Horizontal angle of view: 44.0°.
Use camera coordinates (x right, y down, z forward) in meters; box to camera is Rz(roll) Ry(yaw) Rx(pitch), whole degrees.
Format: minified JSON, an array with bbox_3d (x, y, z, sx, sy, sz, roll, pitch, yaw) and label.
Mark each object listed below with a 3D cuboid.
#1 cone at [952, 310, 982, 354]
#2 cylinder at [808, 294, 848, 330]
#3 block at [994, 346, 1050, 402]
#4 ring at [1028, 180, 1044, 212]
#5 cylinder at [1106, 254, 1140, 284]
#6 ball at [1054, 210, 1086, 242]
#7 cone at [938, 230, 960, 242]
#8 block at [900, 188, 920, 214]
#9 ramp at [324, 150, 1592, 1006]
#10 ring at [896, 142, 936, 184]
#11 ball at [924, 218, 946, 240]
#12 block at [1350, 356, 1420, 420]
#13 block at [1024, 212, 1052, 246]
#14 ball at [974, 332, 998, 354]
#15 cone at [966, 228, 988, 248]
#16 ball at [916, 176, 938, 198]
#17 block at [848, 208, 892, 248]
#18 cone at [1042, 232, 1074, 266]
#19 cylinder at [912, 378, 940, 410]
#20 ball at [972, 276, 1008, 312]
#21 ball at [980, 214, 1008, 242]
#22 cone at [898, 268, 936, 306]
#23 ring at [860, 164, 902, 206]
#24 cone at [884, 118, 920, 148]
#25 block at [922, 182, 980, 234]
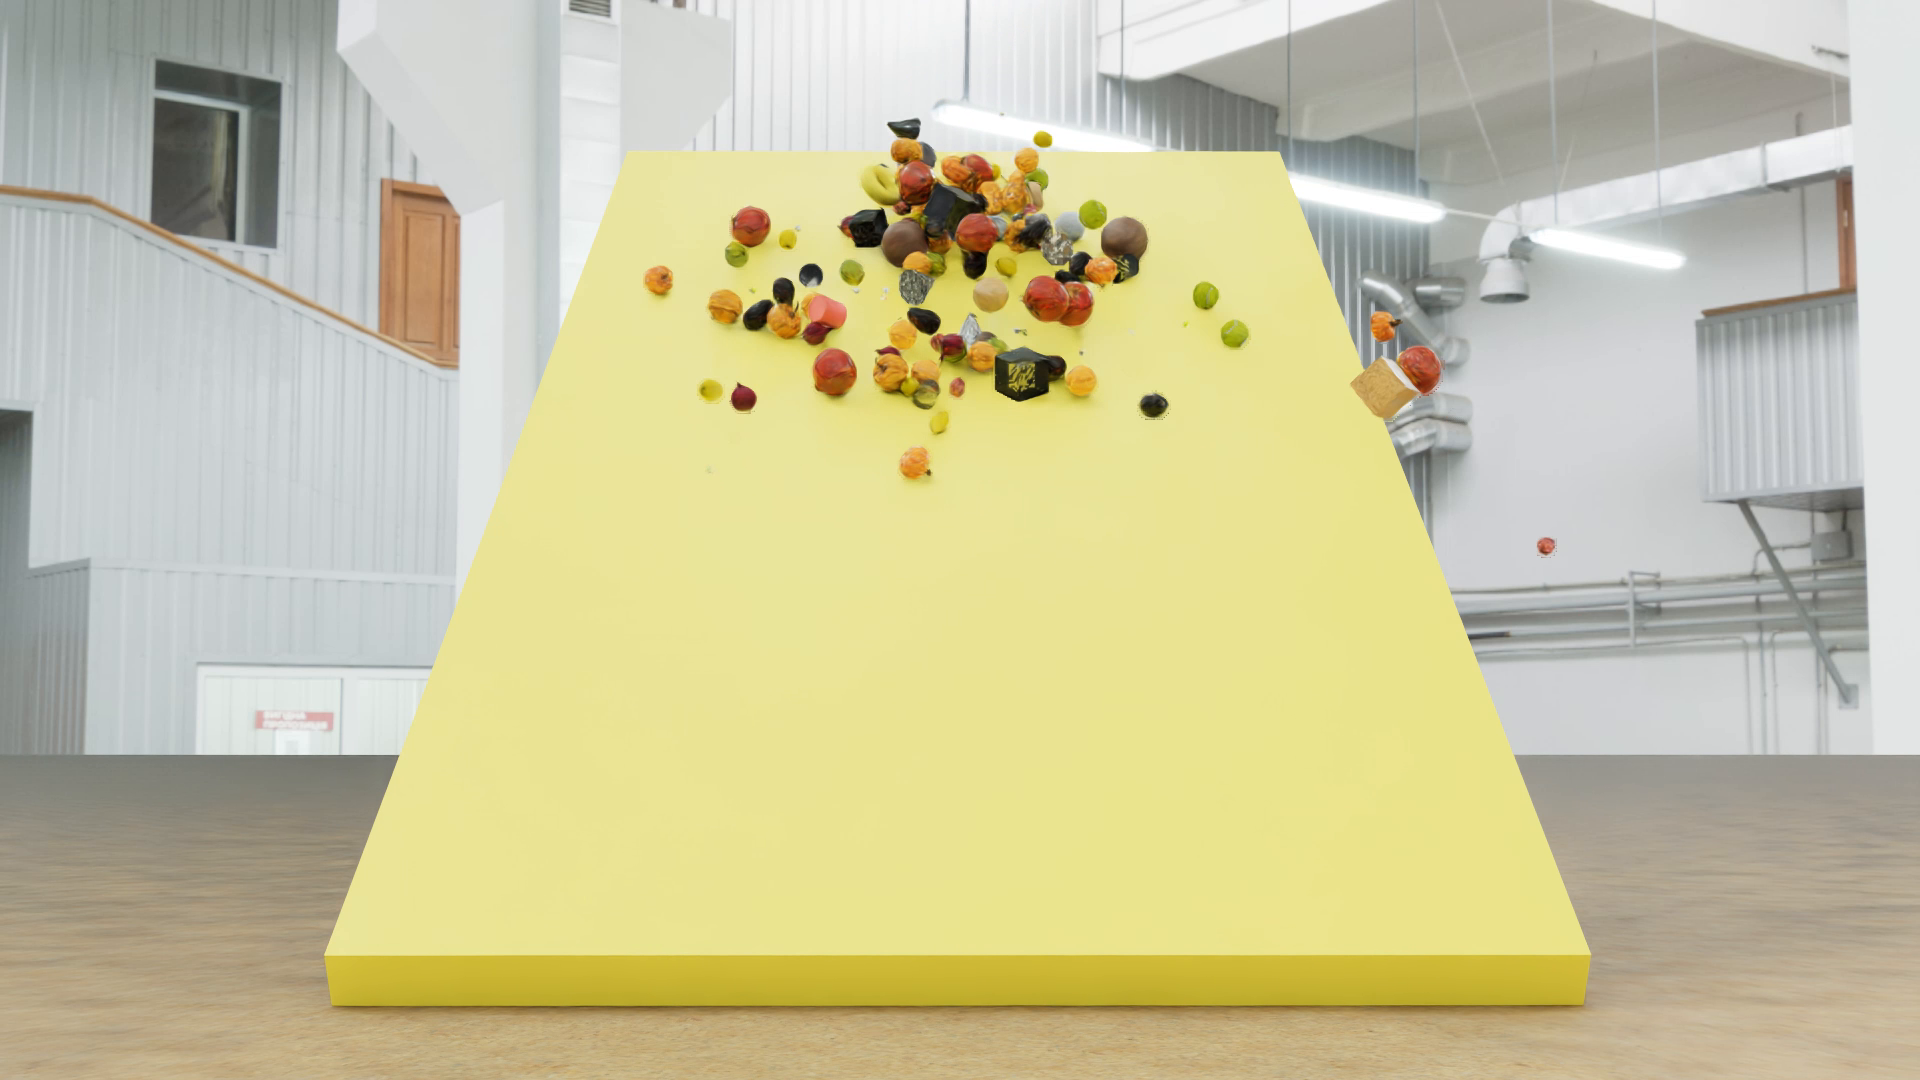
[{"bbox_3d":[0.026,-0.527,5.921,0.096,0.096,0.096,0,28,0],"label":"cone"},{"bbox_3d":[-0.331,-0.569,5.945,0.069,0.069,0.069,-5,-18,44],"label":"cylinder"},{"bbox_3d":[0.147,-0.396,5.675,0.091,0.091,0.091,-20,34,-34],"label":"block"},{"bbox_3d":[0.214,-0.971,6.723,0.030,0.089,0.089,-13,-3,-7],"label":"ring"},{"bbox_3d":[0.433,-0.724,6.334,0.065,0.065,0.065,-5,16,47],"label":"cylinder"},{"bbox_3d":[0.305,-0.867,6.584,0.087,0.087,0.087,0,-5,0],"label":"ball"},{"bbox_3d":[-0.031,-0.868,6.610,0.064,0.064,0.064,0,28,0],"label":"cone"},{"bbox_3d":[-0.143,-0.968,6.798,0.053,0.053,0.053,-4,-43,-9],"label":"block"},{"bbox_3d":[-0.011,-0.225,5.552,2.000,0.100,4.000,0,28,0],"label":"ramp"},{"bbox_3d":[-0.128,-1.094,6.905,0.133,0.133,0.044,-4,-26,36],"label":"ring"},{"bbox_3d":[-0.068,-0.832,6.362,0.056,0.056,0.056,0,-5,0],"label":"ball"},{"bbox_3d":[0.956,-0.342,5.358,0.095,0.095,0.095,-43,-22,20],"label":"block"},{"bbox_3d":[0.205,-0.814,6.240,0.058,0.058,0.058,-10,-43,-12],"label":"block"},{"bbox_3d":[0.065,-0.487,5.882,0.058,0.058,0.058,0,-5,0],"label":"ball"},{"bbox_3d":[0.056,-0.820,6.559,0.057,0.057,0.057,38,2,10],"label":"cone"},{"bbox_3d":[-0.095,-1.028,6.915,0.066,0.066,0.066,0,-5,0],"label":"ball"},{"bbox_3d":[-0.246,-0.850,6.488,0.076,0.076,0.076,-2,33,27],"label":"block"},{"bbox_3d":[0.251,-0.787,6.480,0.091,0.091,0.091,1,-1,-17],"label":"cone"},{"bbox_3d":[-0.079,-0.344,5.613,0.056,0.056,0.056,-1,27,11],"label":"cylinder"},{"bbox_3d":[0.078,-0.623,6.049,0.091,0.091,0.091,0,-5,0],"label":"ball"},{"bbox_3d":[0.093,-0.863,6.586,0.076,0.076,0.076,0,-5,0],"label":"ball"},{"bbox_3d":[-0.093,-0.668,6.192,0.097,0.097,0.097,-4,14,41],"label":"cone"},{"bbox_3d":[-0.218,-0.977,6.549,0.137,0.137,0.046,5,-36,-46],"label":"ring"},{"bbox_3d":[-0.175,-1.183,6.828,0.092,0.092,0.092,15,-11,-26],"label":"cone"},{"bbox_3d":[-0.023,-0.898,6.443,0.093,0.093,0.093,8,27,-46],"label":"block"}]
